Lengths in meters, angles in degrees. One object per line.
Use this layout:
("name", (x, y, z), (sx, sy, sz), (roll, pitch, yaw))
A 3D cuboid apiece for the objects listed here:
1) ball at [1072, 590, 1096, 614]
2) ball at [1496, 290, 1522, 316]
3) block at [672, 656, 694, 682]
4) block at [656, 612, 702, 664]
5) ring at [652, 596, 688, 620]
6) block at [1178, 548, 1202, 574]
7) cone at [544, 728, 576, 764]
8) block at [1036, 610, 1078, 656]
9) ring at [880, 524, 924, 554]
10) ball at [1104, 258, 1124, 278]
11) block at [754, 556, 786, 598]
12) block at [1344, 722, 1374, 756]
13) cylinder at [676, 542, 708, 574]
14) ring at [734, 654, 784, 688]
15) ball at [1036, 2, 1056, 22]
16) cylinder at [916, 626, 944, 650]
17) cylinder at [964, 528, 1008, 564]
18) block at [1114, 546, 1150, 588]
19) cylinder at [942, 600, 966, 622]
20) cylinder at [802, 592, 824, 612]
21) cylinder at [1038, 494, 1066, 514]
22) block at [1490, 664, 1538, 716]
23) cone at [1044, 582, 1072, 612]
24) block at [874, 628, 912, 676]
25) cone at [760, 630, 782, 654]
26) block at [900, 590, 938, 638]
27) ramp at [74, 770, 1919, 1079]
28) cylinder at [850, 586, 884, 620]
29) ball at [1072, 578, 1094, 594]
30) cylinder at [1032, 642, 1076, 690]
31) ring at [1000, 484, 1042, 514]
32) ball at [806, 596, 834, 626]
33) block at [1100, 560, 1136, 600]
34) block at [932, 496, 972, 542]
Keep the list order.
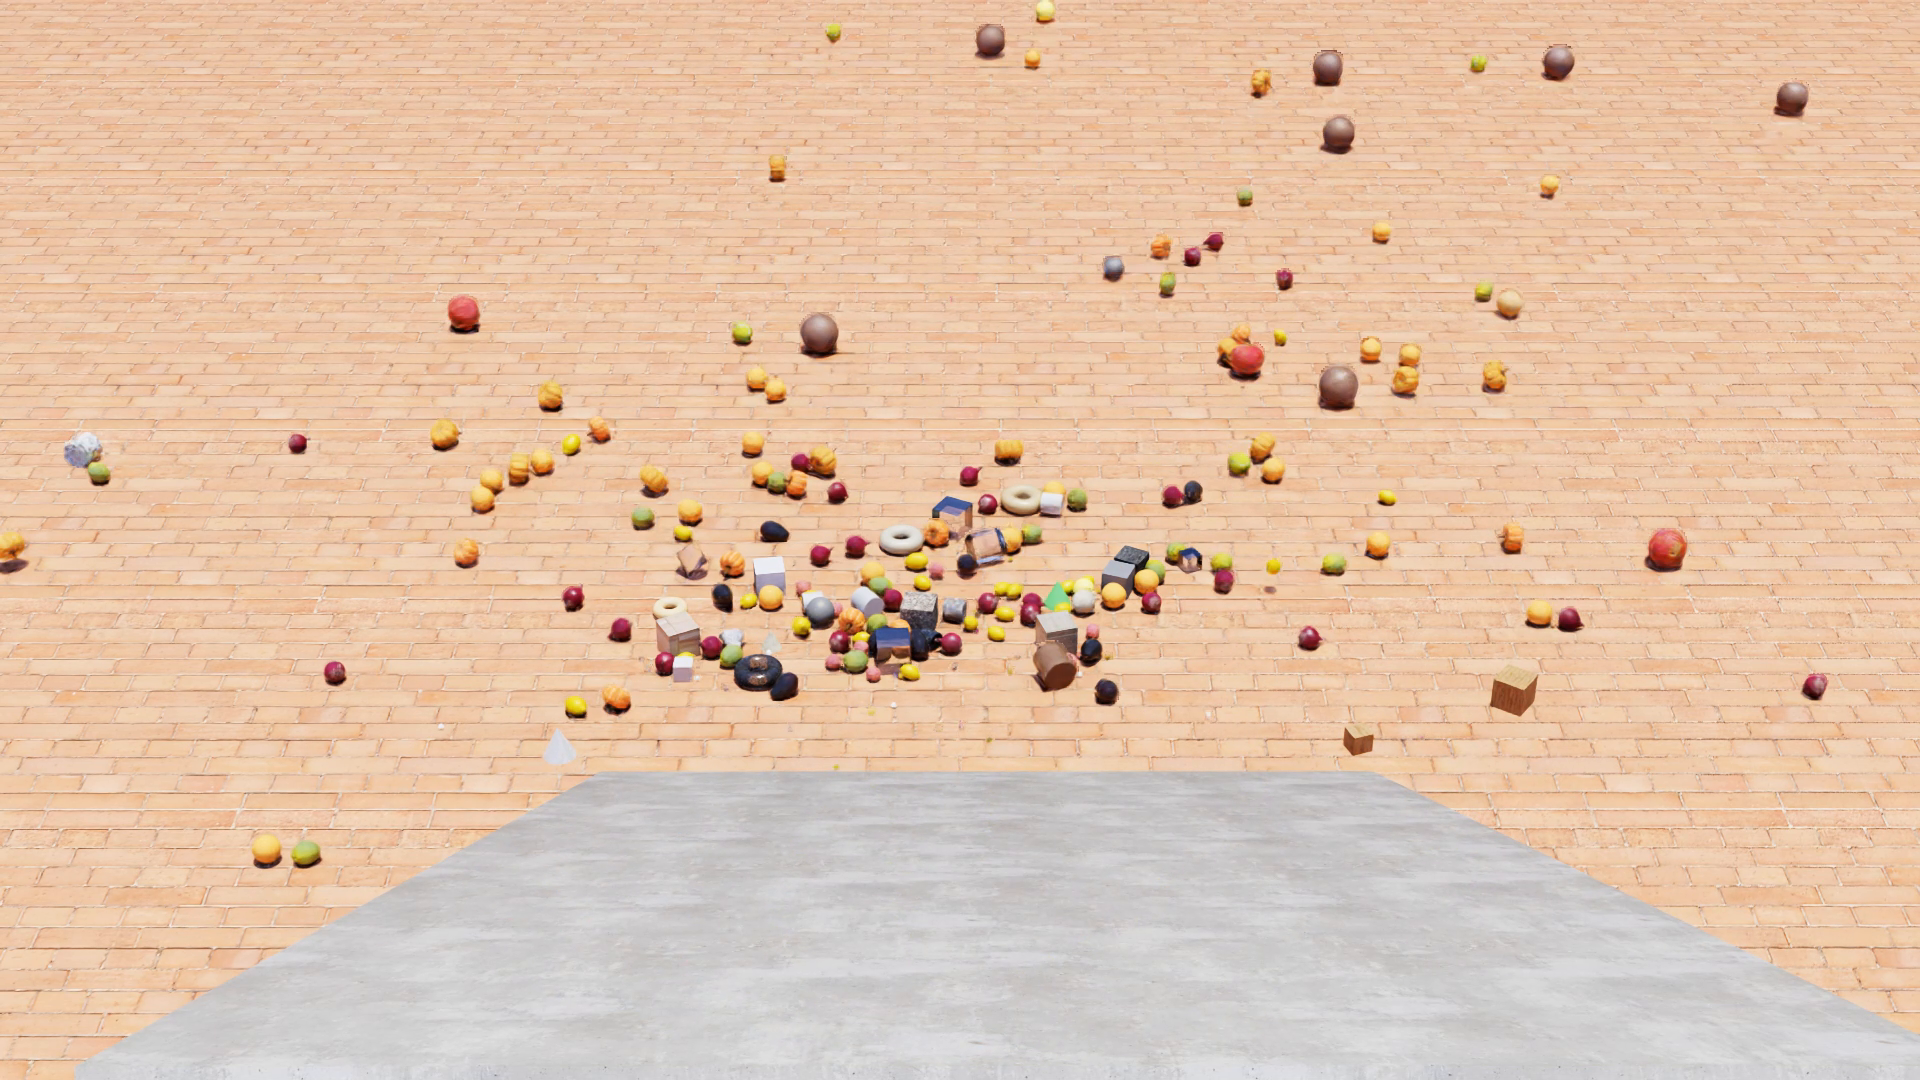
("ball", (0.357, 0.179, 7.484), (0.070, 0.070, 0.070), (0, 32, 0))
("ball", (1.928, -0.829, 9.087), (0.089, 0.089, 0.089), (0, 32, 0))
("block", (-0.769, 0.361, 7.209), (0.051, 0.051, 0.051), (0, 32, 0))
("block", (-0.794, 0.275, 7.306), (0.094, 0.094, 0.094), (-16, 35, -24))
("ring", (-0.837, 0.199, 7.486), (0.103, 0.034, 0.103), (-1, 31, 1))
("block", (0.682, 0.061, 7.689), (0.052, 0.052, 0.052), (-16, 35, -24))
("cone", (-1.068, 0.535, 6.893), (0.090, 0.090, 0.090), (0, 32, 0))
("block", (0.273, 0.269, 7.318), (0.093, 0.093, 0.093), (-9, 33, -15))
("ring", (-0.176, -0.002, 7.798), (0.136, 0.045, 0.136), (-1, 31, 1))
("ball", (0.554, -0.981, 9.342), (0.076, 0.076, 0.076), (0, 32, 0))
("block", (-0.557, 0.110, 7.580), (0.085, 0.085, 0.085), (-5, 32, -8))
("block", (1.066, 0.532, 6.929), (0.058, 0.058, 0.058), (-11, 34, -17))
("cylinder", (-0.793, 0.053, 7.656), (0.072, 0.072, 0.072), (-30, 2, 1))
("ring", (-0.560, 0.365, 7.208), (0.139, 0.046, 0.139), (0, 30, 0))
("ball", (0.380, -2.355, 11.539), (0.088, 0.088, 0.088), (0, 32, 0))
("cylinder", (-0.085, 0.278, 7.341), (0.053, 0.053, 0.053), (26, 40, 35))
("cylinder", (0.077, 0.018, 7.721), (0.093, 0.093, 0.093), (-8, 31, -30))
("block", (0.505, 0.076, 7.640), (0.079, 0.079, 0.079), (16, 35, 24))
("cylinder", (-0.016, 0.203, 7.456), (0.059, 0.059, 0.059), (8, 33, 13))
("cylinder", (-0.426, 0.180, 7.495), (0.057, 0.057, 0.057), (-4, 32, -13))
("cylinder", (0.284, -0.111, 7.956), (0.063, 0.063, 0.063), (-3, 28, 26))
("block", (1.516, 0.411, 7.091), (0.090, 0.090, 0.090), (21, 37, 29))
("cone", (0.283, 0.151, 7.518), (0.082, 0.082, 0.082), (0, 32, 0))
("block", (-0.187, 0.311, 7.248), (0.094, 0.094, 0.094), (-3, 32, -5))
("cone", (-0.535, 0.279, 7.332), (0.061, 0.061, 0.061), (0, 32, 0))
("block", (-0.117, 0.213, 7.406), (0.094, 0.094, 0.094), (5, 32, 8))
("ramp", (0.071, 0.625, 4.715), (2.000, 0.100, 4.000), (0, -1, 0))
("cylinder", (-0.269, 0.182, 7.478), (0.070, 0.070, 0.070), (-21, 38, -30))
("ball", (0.359, 0.142, 7.552), (0.061, 0.061, 0.061), (0, 32, 0))
("cylinder", (0.261, 0.349, 7.182), (0.093, 0.093, 0.093), (-11, 39, -17))
("ring", (0.193, -0.127, 7.999), (0.139, 0.046, 0.139), (0, 33, 0))
("ball", (-0.401, 0.204, 7.433), (0.082, 0.082, 0.082), (0, 32, 0))
("block", (0.462, 0.118, 7.574), (0.078, 0.078, 0.078), (12, 34, 18))
("block", (-0.023, -0.064, 7.855), (0.091, 0.091, 0.091), (16, 35, 25))
